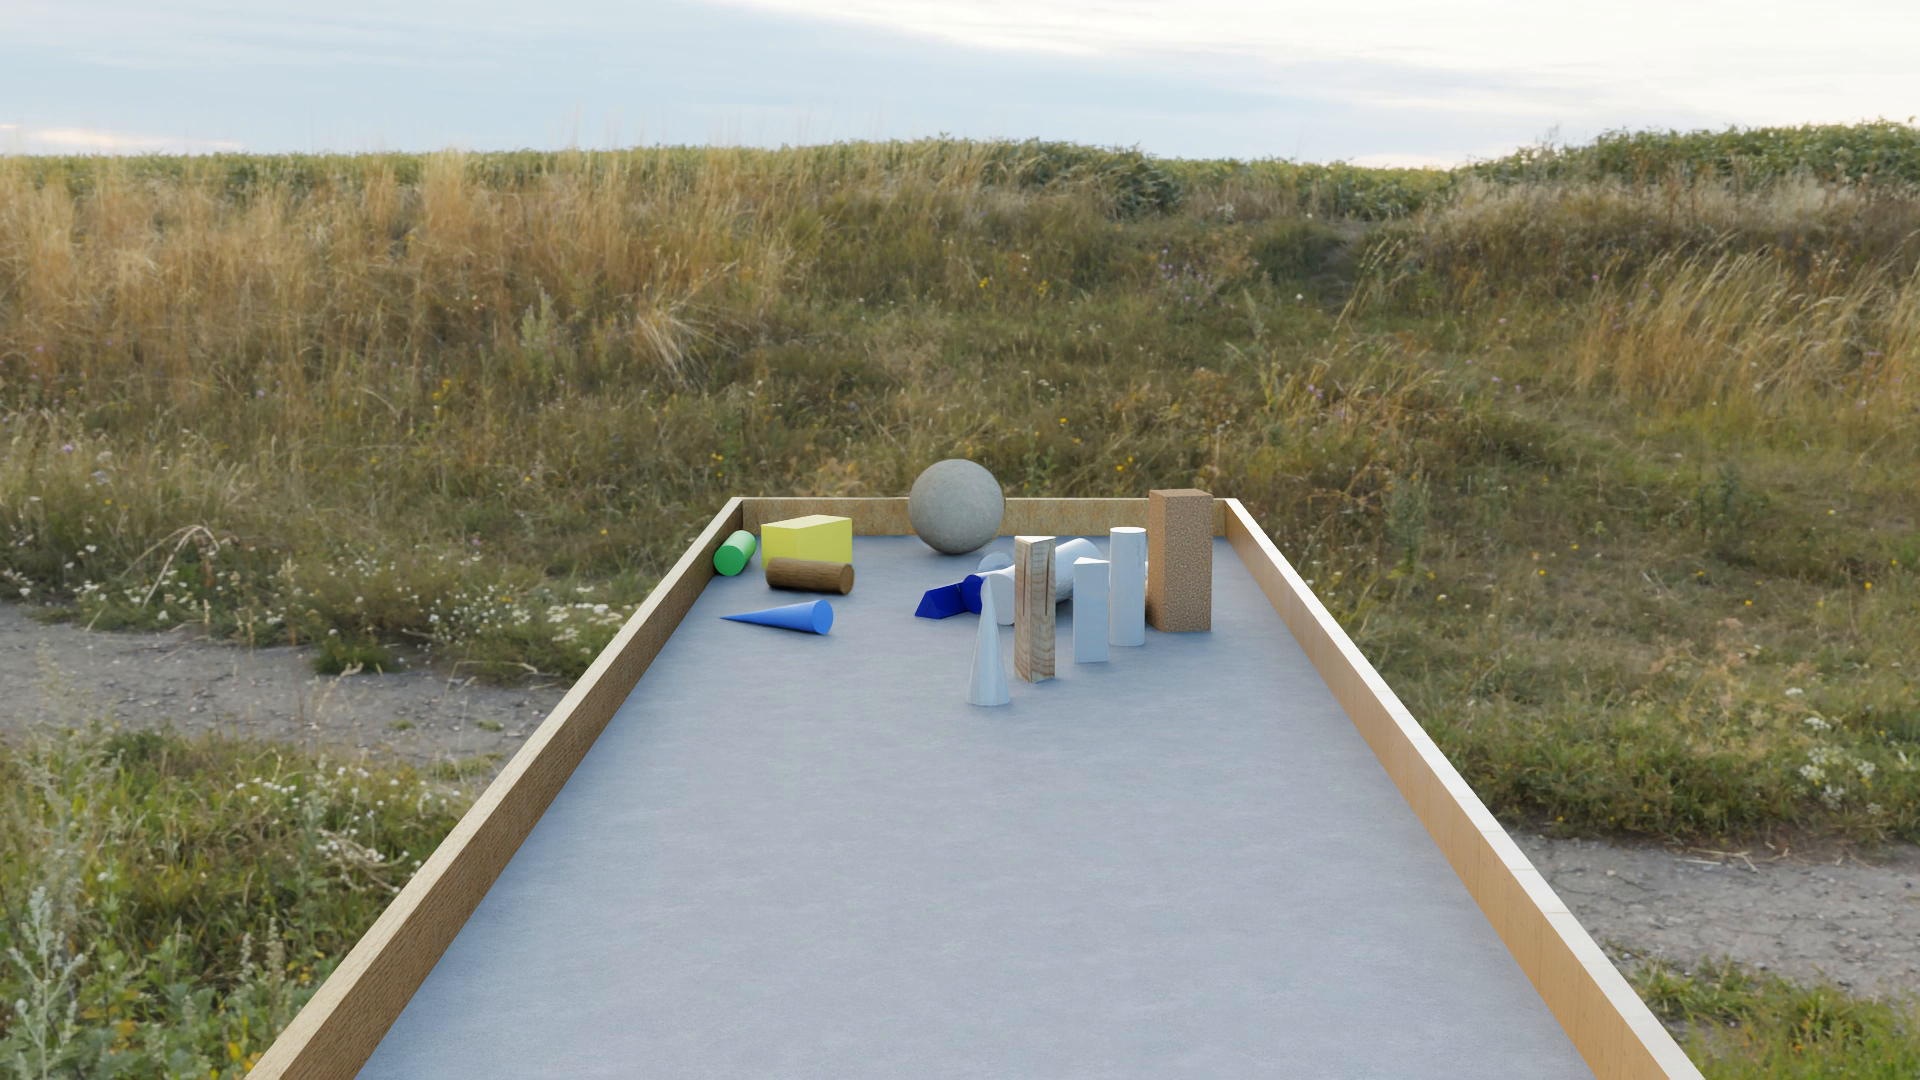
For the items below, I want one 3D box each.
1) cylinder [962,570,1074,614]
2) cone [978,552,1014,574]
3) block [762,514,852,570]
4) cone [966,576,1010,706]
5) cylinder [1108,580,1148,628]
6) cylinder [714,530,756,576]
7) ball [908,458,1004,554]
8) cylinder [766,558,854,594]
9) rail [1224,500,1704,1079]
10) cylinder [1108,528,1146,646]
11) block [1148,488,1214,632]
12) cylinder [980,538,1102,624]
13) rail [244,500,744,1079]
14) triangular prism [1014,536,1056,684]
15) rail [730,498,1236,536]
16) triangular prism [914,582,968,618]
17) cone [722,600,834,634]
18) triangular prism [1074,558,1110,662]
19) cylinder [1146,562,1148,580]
[{"bbox_3d":[0.211,0.161,7.561,0.431,0.137,0.137,-8,12,-41],"label":"cylinder"},{"bbox_3d":[0.099,0.115,8.066,0.139,0.139,0.416,-1,0,-9],"label":"cone"},{"bbox_3d":[-0.581,0.015,8.367,0.171,0.171,0.330,6,11,35],"label":"block"},{"bbox_3d":[0.078,0.270,6.144,0.125,0.364,0.125,0,9,0],"label":"cone"},{"bbox_3d":[0.591,0.206,7.329,0.118,0.118,0.355,5,11,31],"label":"cylinder"},{"bbox_3d":[-0.851,0.048,8.336,0.116,0.116,0.358,0,9,2],"label":"cylinder"},{"bbox_3d":[-0.014,-0.132,8.638,0.377,0.377,0.377,0,9,0],"label":"ball"},{"bbox_3d":[-0.535,0.129,7.852,0.301,0.108,0.108,4,10,26],"label":"cylinder"},{"bbox_3d":[1.046,0.843,3.208,0.050,0.150,12.000,0,9,1],"label":"rail"},{"bbox_3d":[0.527,0.147,6.930,0.112,0.361,0.112,0,9,0],"label":"cylinder"},{"bbox_3d":[0.718,0.065,7.177,0.163,0.444,0.163,-2,9,-14],"label":"block"},{"bbox_3d":[0.280,0.138,7.391,0.177,0.177,0.454,7,19,39],"label":"cylinder"},{"bbox_3d":[-1.004,0.839,3.234,0.050,0.150,12.000,0,9,1],"label":"rail"},{"bbox_3d":[0.202,0.199,6.432,0.102,0.414,0.118,7,11,37],"label":"triangular prism"},{"bbox_3d":[0.099,-0.098,9.147,2.100,0.150,0.050,0,9,1],"label":"rail"},{"bbox_3d":[-0.011,0.191,7.502,0.104,0.090,0.352,6,11,34],"label":"triangular prism"},{"bbox_3d":[-0.628,0.254,7.228,0.456,0.110,0.110,-2,6,36],"label":"cone"},{"bbox_3d":[0.384,0.212,6.700,0.113,0.305,0.098,-3,9,-17],"label":"triangular prism"},{"bbox_3d":[0.557,0.167,7.565,0.123,0.123,0.427,5,10,27],"label":"cylinder"}]
